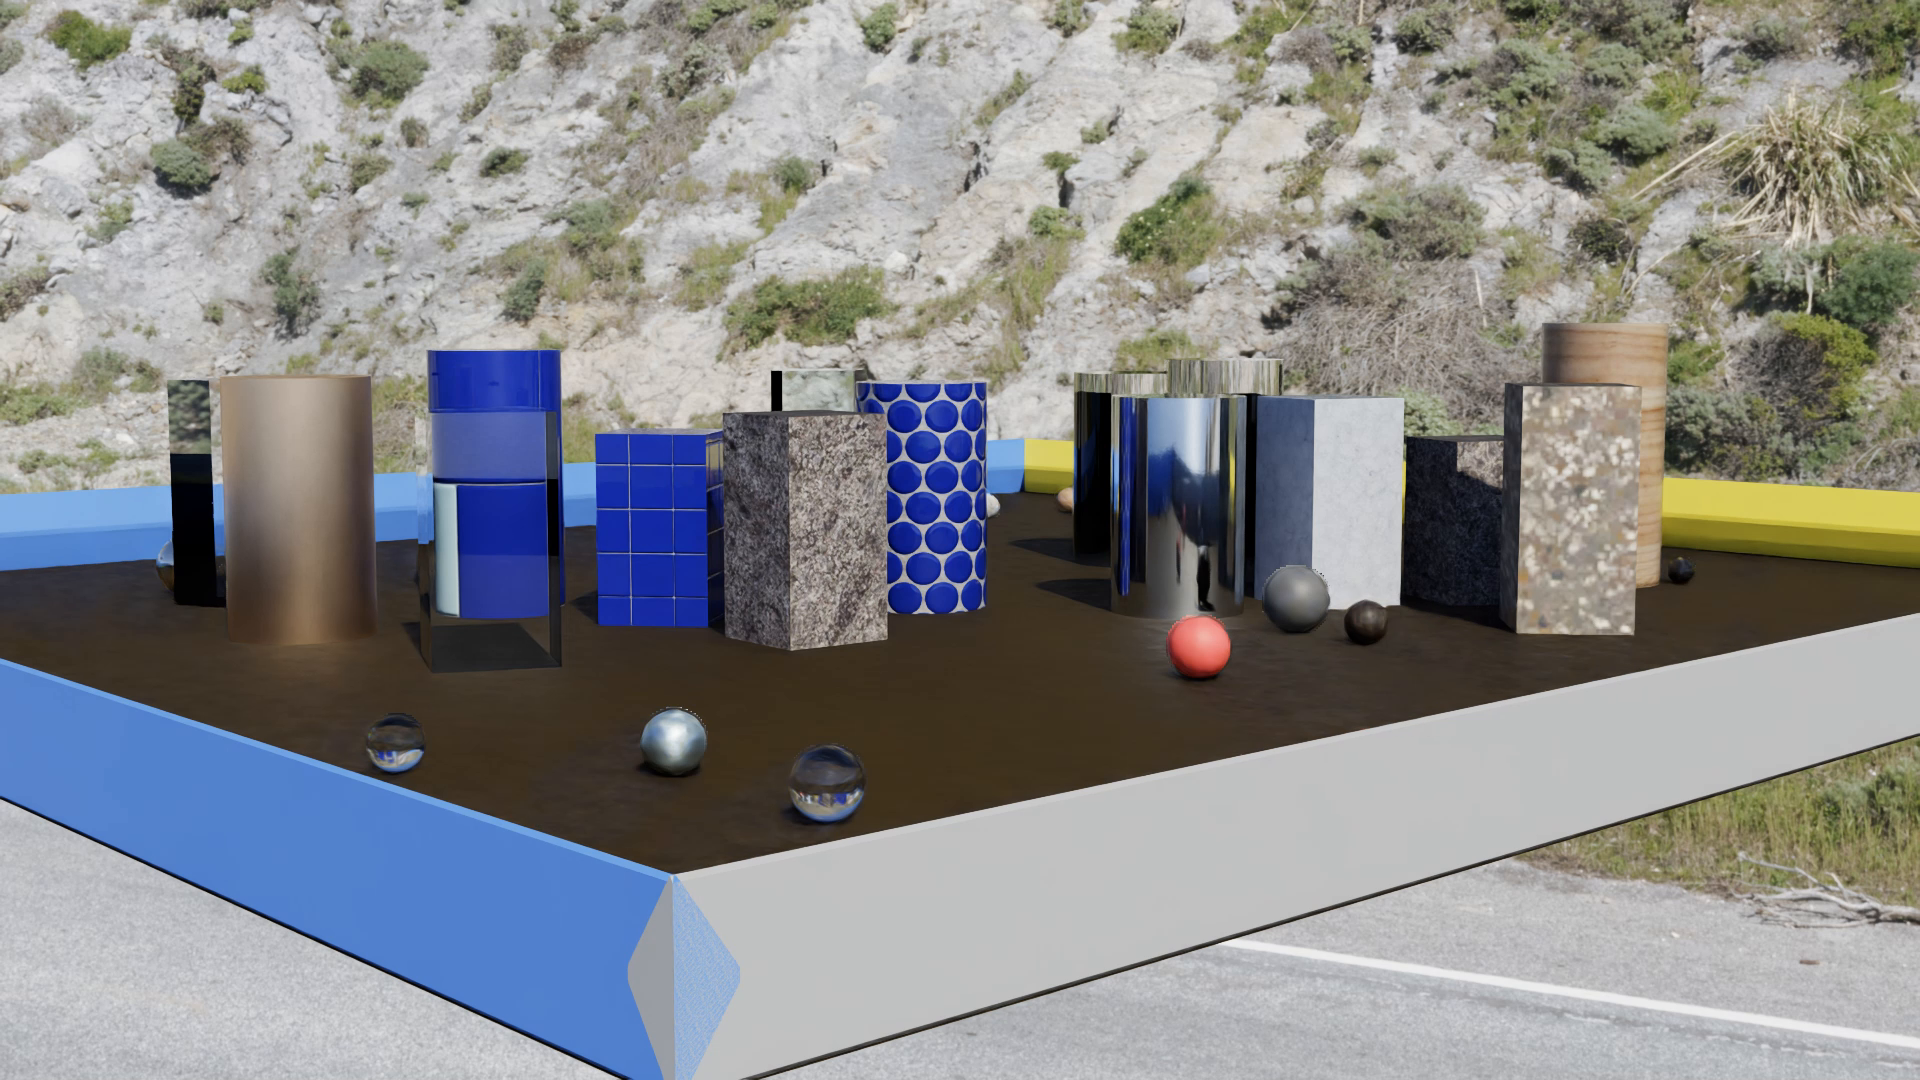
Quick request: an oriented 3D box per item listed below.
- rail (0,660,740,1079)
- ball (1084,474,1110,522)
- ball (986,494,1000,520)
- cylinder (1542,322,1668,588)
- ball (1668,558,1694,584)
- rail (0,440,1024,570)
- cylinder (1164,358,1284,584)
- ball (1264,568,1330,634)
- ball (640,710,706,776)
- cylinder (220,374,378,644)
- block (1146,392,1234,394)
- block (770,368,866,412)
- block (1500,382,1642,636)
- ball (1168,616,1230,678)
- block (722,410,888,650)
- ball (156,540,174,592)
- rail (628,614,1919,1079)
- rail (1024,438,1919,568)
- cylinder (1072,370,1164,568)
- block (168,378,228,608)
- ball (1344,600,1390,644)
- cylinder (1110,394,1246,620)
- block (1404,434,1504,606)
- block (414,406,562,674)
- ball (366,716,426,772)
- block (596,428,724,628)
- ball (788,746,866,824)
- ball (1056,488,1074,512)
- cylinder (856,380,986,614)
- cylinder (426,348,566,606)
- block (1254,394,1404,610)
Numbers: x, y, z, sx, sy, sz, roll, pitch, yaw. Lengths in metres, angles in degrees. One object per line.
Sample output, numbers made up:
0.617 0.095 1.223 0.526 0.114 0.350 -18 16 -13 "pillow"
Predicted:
-1.122 0.141 2.302 0.045 0.129 2.888 -5 8 -42 "rail"
0.312 -0.090 4.666 0.099 0.099 0.099 0 6 0 "ball"
0.058 -0.072 4.712 0.054 0.054 0.054 0 6 0 "ball"
1.053 -0.143 3.612 0.199 0.424 0.199 0 6 0 "cylinder"
1.179 0.051 3.595 0.042 0.042 0.042 0 6 0 "ball"
-0.963 -0.075 4.370 3.100 0.129 0.045 -5 8 -42 "rail"
0.440 -0.120 3.681 0.199 0.364 0.199 0 6 0 "cylinder"
0.466 0.083 3.046 0.091 0.091 0.091 0 6 0 "ball"
-0.275 0.195 2.113 0.063 0.063 0.063 0 6 0 "ball"
-0.906 -0.047 3.019 0.199 0.355 0.199 0 6 0 "cylinder"
0.425 -0.128 4.114 0.159 0.291 0.159 1 6 11 "block"
-0.272 -0.165 4.273 0.159 0.331 0.159 1 6 7 "block"
0.856 -0.048 3.096 0.159 0.341 0.159 1 6 5 "block"
0.290 0.131 2.668 0.076 0.076 0.076 0 6 0 "ball"
-0.210 -0.019 2.985 0.159 0.307 0.159 -5 8 -39 "block"
-1.203 0.039 3.434 0.098 0.098 0.098 0 6 0 "ball"
0.963 0.142 2.294 3.100 0.129 0.045 -5 8 -42 "rail"
1.122 -0.074 4.361 0.045 0.129 2.888 -5 8 -42 "rail"
0.300 -0.129 3.899 0.199 0.336 0.199 0 6 0 "cylinder"
-1.088 -0.076 3.365 0.159 0.341 0.159 3 7 25 "block"
0.543 0.110 2.940 0.060 0.060 0.060 0 6 0 "ball"
0.323 -0.054 3.262 0.199 0.320 0.199 0 6 0 "cylinder"
0.799 -0.034 3.409 0.159 0.248 0.159 -2 6 -17 "block"
-0.600 -0.005 2.791 0.159 0.320 0.159 -2 6 -18 "block"
-0.545 0.197 2.127 0.055 0.055 0.055 0 6 0 "ball"
-0.425 -0.021 3.179 0.159 0.272 0.159 1 6 7 "block"
-0.116 0.213 1.917 0.068 0.068 0.068 0 6 0 "ball"
0.241 -0.089 4.876 0.054 0.054 0.054 0 6 0 "ball"
-0.059 -0.070 3.323 0.199 0.338 0.199 0 6 0 "cylinder"
-0.699 -0.094 3.320 0.199 0.386 0.199 0 6 0 "cylinder"
0.562 -0.061 3.357 0.159 0.314 0.159 -3 7 -24 "block"
